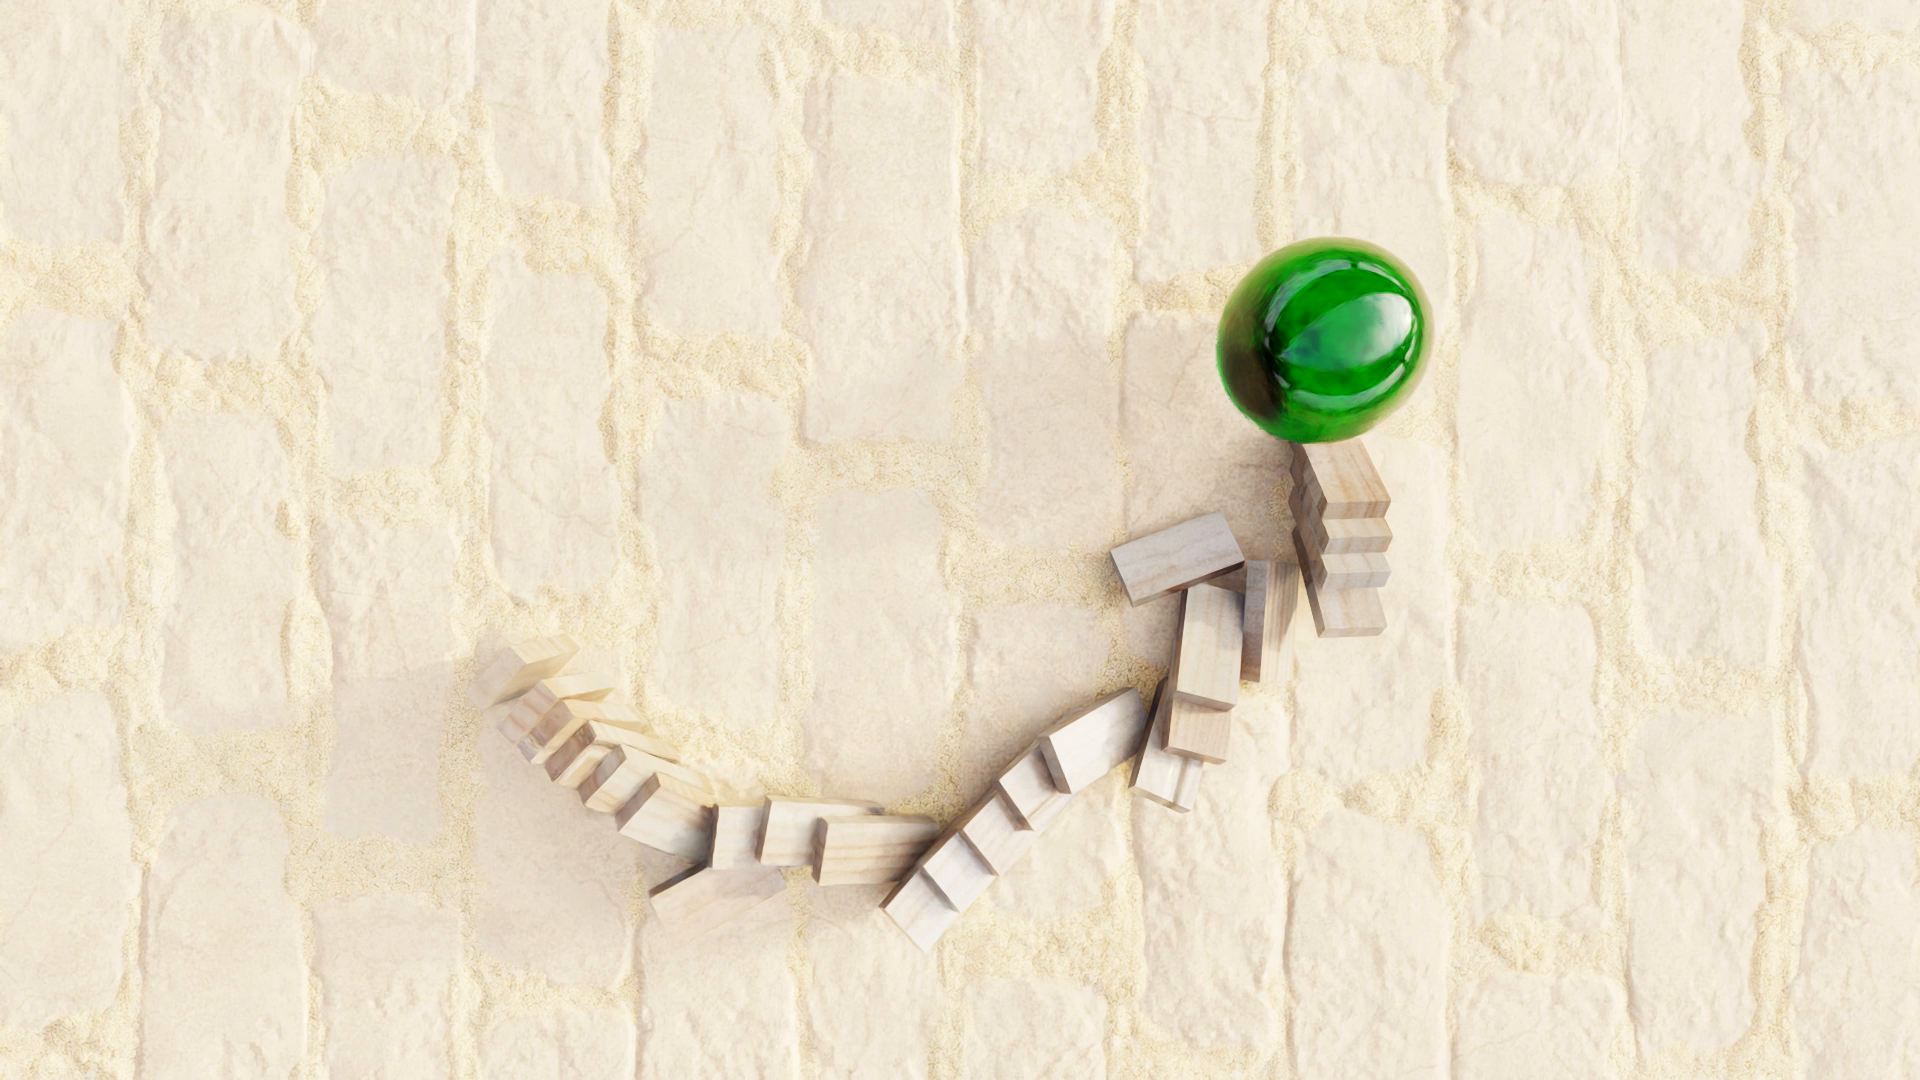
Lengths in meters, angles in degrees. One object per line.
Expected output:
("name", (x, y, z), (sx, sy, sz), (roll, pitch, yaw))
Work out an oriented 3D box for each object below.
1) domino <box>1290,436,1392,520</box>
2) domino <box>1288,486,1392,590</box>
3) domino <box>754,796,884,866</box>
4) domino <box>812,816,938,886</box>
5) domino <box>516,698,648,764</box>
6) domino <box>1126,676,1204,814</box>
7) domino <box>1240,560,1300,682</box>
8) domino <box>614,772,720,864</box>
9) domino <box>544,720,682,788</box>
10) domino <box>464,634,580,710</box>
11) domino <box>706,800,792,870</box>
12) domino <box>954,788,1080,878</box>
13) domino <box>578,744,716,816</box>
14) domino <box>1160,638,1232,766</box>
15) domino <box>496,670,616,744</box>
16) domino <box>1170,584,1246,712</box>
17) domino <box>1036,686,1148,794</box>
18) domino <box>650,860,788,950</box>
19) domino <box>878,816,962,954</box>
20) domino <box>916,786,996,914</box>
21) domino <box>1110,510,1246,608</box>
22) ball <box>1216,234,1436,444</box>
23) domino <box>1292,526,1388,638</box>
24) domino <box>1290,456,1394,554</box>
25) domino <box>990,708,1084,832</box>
("domino", (0.156, -0.030, 0.379), (0.025, 0.010, 0.050), (-2, 47, 0))
("domino", (0.156, -0.002, 0.379), (0.025, 0.009, 0.050), (-2, 47, 0))
("domino", (-0.058, 0.122, 0.383), (0.050, 0.010, 0.025), (12, 85, -27))
("domino", (-0.035, 0.129, 0.384), (0.050, 0.009, 0.025), (9, 90, -29))
("domino", (-0.153, 0.079, 0.375), (0.025, 0.050, 0.010), (-46, 70, 0))
("domino", (0.090, 0.085, 0.384), (0.025, 0.010, 0.050), (24, 62, -1))
("domino", (0.131, 0.034, 0.388), (0.025, 0.009, 0.050), (4, 90, -40))
("domino", (-0.114, 0.117, 0.381), (0.025, 0.009, 0.050), (-48, 129, 0))
("domino", (-0.141, 0.091, 0.377), (0.025, 0.050, 0.009), (-46, 57, 0))
("domino", (-0.178, 0.053, 0.375), (0.009, 0.050, 0.025), (45, 90, 0))
("domino", (-0.078, 0.123, 0.384), (0.050, 0.009, 0.025), (8, 86, -27))
("domino", (0.024, 0.113, 0.384), (0.050, 0.010, 0.025), (-39, 92, -27))
("domino", (-0.128, 0.104, 0.379), (0.025, 0.050, 0.009), (-47, 47, 0))
("domino", (0.100, 0.066, 0.384), (0.025, 0.009, 0.050), (14, 63, -2))
("domino", (-0.164, 0.068, 0.375), (0.009, 0.050, 0.025), (44, 90, 6))
("domino", (0.104, 0.044, 0.384), (0.025, 0.010, 0.050), (14, 63, 0))
("domino", (0.058, 0.083, 0.383), (0.050, 0.010, 0.025), (-22, 90, -32))
("domino", (-0.101, 0.147, 0.386), (0.050, 0.009, 0.025), (-25, 100, -18))
("domino", (-0.007, 0.143, 0.384), (0.025, 0.010, 0.050), (49, 63, -5))
("domino", (0.008, 0.128, 0.384), (0.050, 0.010, 0.025), (-40, 93, -27))
("domino", (0.092, 0.008, 0.391), (0.050, 0.010, 0.025), (-20, 66, 0))
("ball", (0.142, -0.078, 0.360), (0.080, 0.080, 0.080), (0, 90, 0))
("domino", (0.158, 0.016, 0.384), (0.025, 0.009, 0.050), (-2, 60, 0))
("domino", (0.157, -0.016, 0.379), (0.025, 0.009, 0.050), (-2, 47, 0))
("domino", (0.039, 0.095, 0.385), (0.050, 0.009, 0.025), (-35, 90, -27))
